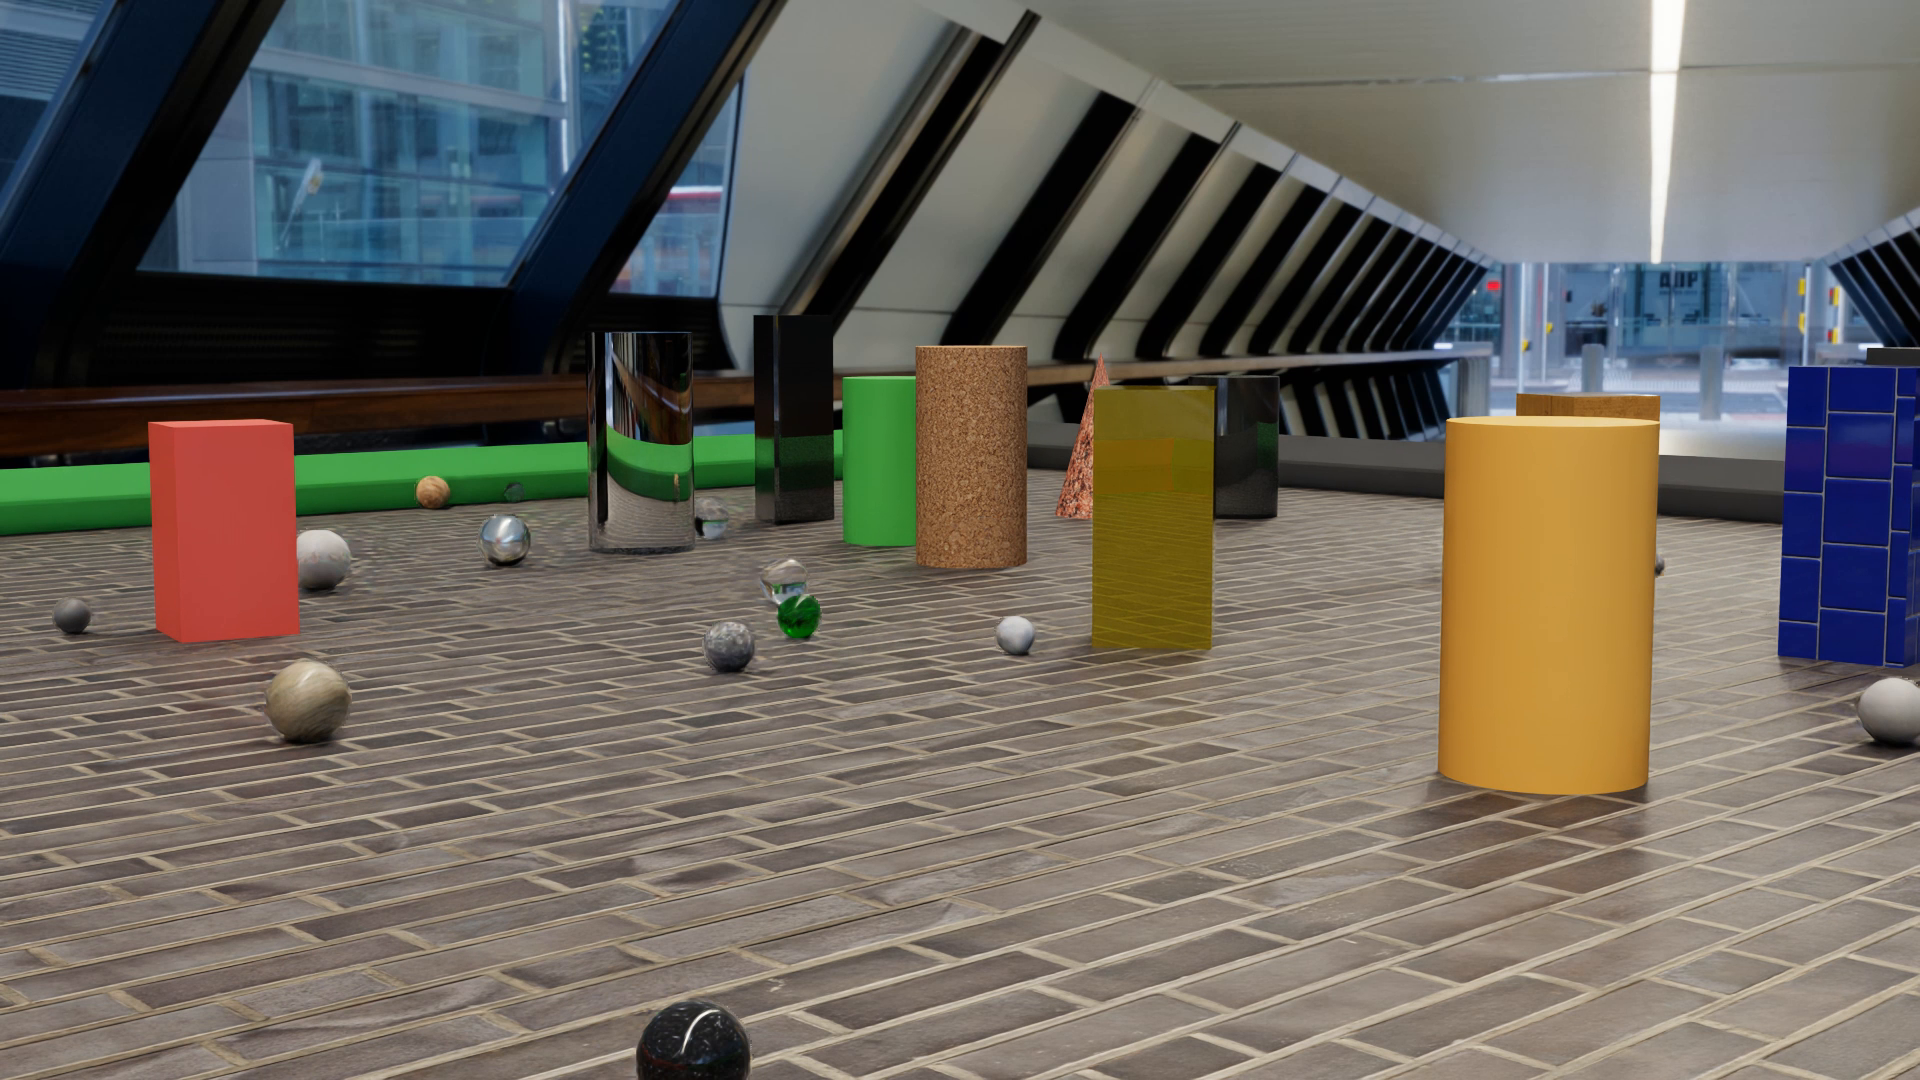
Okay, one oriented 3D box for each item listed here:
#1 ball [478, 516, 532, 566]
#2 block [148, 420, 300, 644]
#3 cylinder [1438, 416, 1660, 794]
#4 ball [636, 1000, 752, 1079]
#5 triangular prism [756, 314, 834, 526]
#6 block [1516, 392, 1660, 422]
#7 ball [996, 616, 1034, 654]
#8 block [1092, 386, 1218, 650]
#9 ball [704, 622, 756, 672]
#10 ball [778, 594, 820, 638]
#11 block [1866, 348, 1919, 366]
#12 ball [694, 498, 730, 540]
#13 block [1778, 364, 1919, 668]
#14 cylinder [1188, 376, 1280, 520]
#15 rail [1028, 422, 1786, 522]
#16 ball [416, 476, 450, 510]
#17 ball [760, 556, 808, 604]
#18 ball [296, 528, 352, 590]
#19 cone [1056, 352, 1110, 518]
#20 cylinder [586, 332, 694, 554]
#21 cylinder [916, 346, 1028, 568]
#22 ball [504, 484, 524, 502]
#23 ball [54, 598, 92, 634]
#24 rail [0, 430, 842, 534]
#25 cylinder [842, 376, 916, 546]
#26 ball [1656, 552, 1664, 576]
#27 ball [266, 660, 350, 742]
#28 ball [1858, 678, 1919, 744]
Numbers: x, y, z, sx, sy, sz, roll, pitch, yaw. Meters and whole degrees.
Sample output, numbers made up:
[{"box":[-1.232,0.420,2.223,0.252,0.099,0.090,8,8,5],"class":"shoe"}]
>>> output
[{"box":[-0.791,0.002,3.827,0.090,0.090,0.090,0,6,0],"class":"ball"},{"box":[-1.019,-0.017,3.044,0.157,0.290,0.157,-4,7,-32],"class":"block"},{"box":[0.563,0.056,2.108,0.197,0.339,0.197,0,6,0],"class":"cylinder"},{"box":[-0.148,0.287,1.218,0.064,0.064,0.064,0,6,0],"class":"ball"},{"box":[-0.381,-0.259,4.659,0.148,0.434,0.170,5,8,40],"class":"triangular prism"},{"box":[0.993,-0.075,3.496,0.157,0.312,0.157,-2,6,-19],"class":"block"},{"box":[0.072,0.124,2.854,0.050,0.050,0.050,0,6,0],"class":"ball"},{"box":[0.264,-0.035,2.967,0.157,0.341,0.157,1,6,8],"class":"block"},{"box":[-0.284,0.132,2.717,0.062,0.062,0.062,0,6,0],"class":"ball"},{"box":[-0.220,0.104,2.995,0.059,0.059,0.059,0,6,0],"class":"ball"},{"box":[1.463,-0.092,3.290,0.157,0.388,0.157,-1,6,-5],"class":"block"},{"box":[-0.490,-0.041,4.285,0.080,0.080,0.080,0,6,0],"class":"ball"},{"box":[1.169,-0.037,2.834,0.157,0.373,0.157,5,8,41],"class":"block"},{"box":[0.593,-0.204,4.777,0.197,0.302,0.197,0,6,0],"class":"cylinder"},{"box":[1.564,-0.117,4.767,0.045,0.128,4.119,-5,8,-42],"class":"rail"},{"box":[-1.182,-0.106,4.935,0.075,0.075,0.075,0,6,0],"class":"ball"},{"box":[-0.267,0.062,3.338,0.072,0.072,0.072,0,6,0],"class":"ball"},{"box":[-1.021,0.031,3.502,0.098,0.098,0.098,0,6,0],"class":"ball"},{"box":[0.306,-0.232,4.788,0.197,0.355,0.197,0,6,0],"class":"cone"},{"box":[-0.594,-0.184,4.091,0.197,0.404,0.197,0,6,0],"class":"cylinder"},{"box":[0.020,-0.150,3.882,0.197,0.381,0.197,0,6,0],"class":"cylinder"},{"box":[-1.036,-0.110,5.110,0.045,0.045,0.045,0,6,0],"class":"ball"},{"box":[-1.227,0.105,3.041,0.048,0.048,0.048,0,6,0],"class":"ball"},{"box":[-1.380,-0.122,4.820,4.302,0.128,0.045,-5,8,-42],"class":"rail"},{"box":[-0.128,-0.156,4.250,0.197,0.315,0.197,0,6,0],"class":"cylinder"},{"box":[1.152,0.041,3.668,0.044,0.044,0.044,0,6,0],"class":"ball"},{"box":[-0.675,0.167,2.276,0.084,0.084,0.084,0,6,0],"class":"ball"},{"box":[0.960,0.176,2.262,0.068,0.068,0.068,0,6,0],"class":"ball"}]
